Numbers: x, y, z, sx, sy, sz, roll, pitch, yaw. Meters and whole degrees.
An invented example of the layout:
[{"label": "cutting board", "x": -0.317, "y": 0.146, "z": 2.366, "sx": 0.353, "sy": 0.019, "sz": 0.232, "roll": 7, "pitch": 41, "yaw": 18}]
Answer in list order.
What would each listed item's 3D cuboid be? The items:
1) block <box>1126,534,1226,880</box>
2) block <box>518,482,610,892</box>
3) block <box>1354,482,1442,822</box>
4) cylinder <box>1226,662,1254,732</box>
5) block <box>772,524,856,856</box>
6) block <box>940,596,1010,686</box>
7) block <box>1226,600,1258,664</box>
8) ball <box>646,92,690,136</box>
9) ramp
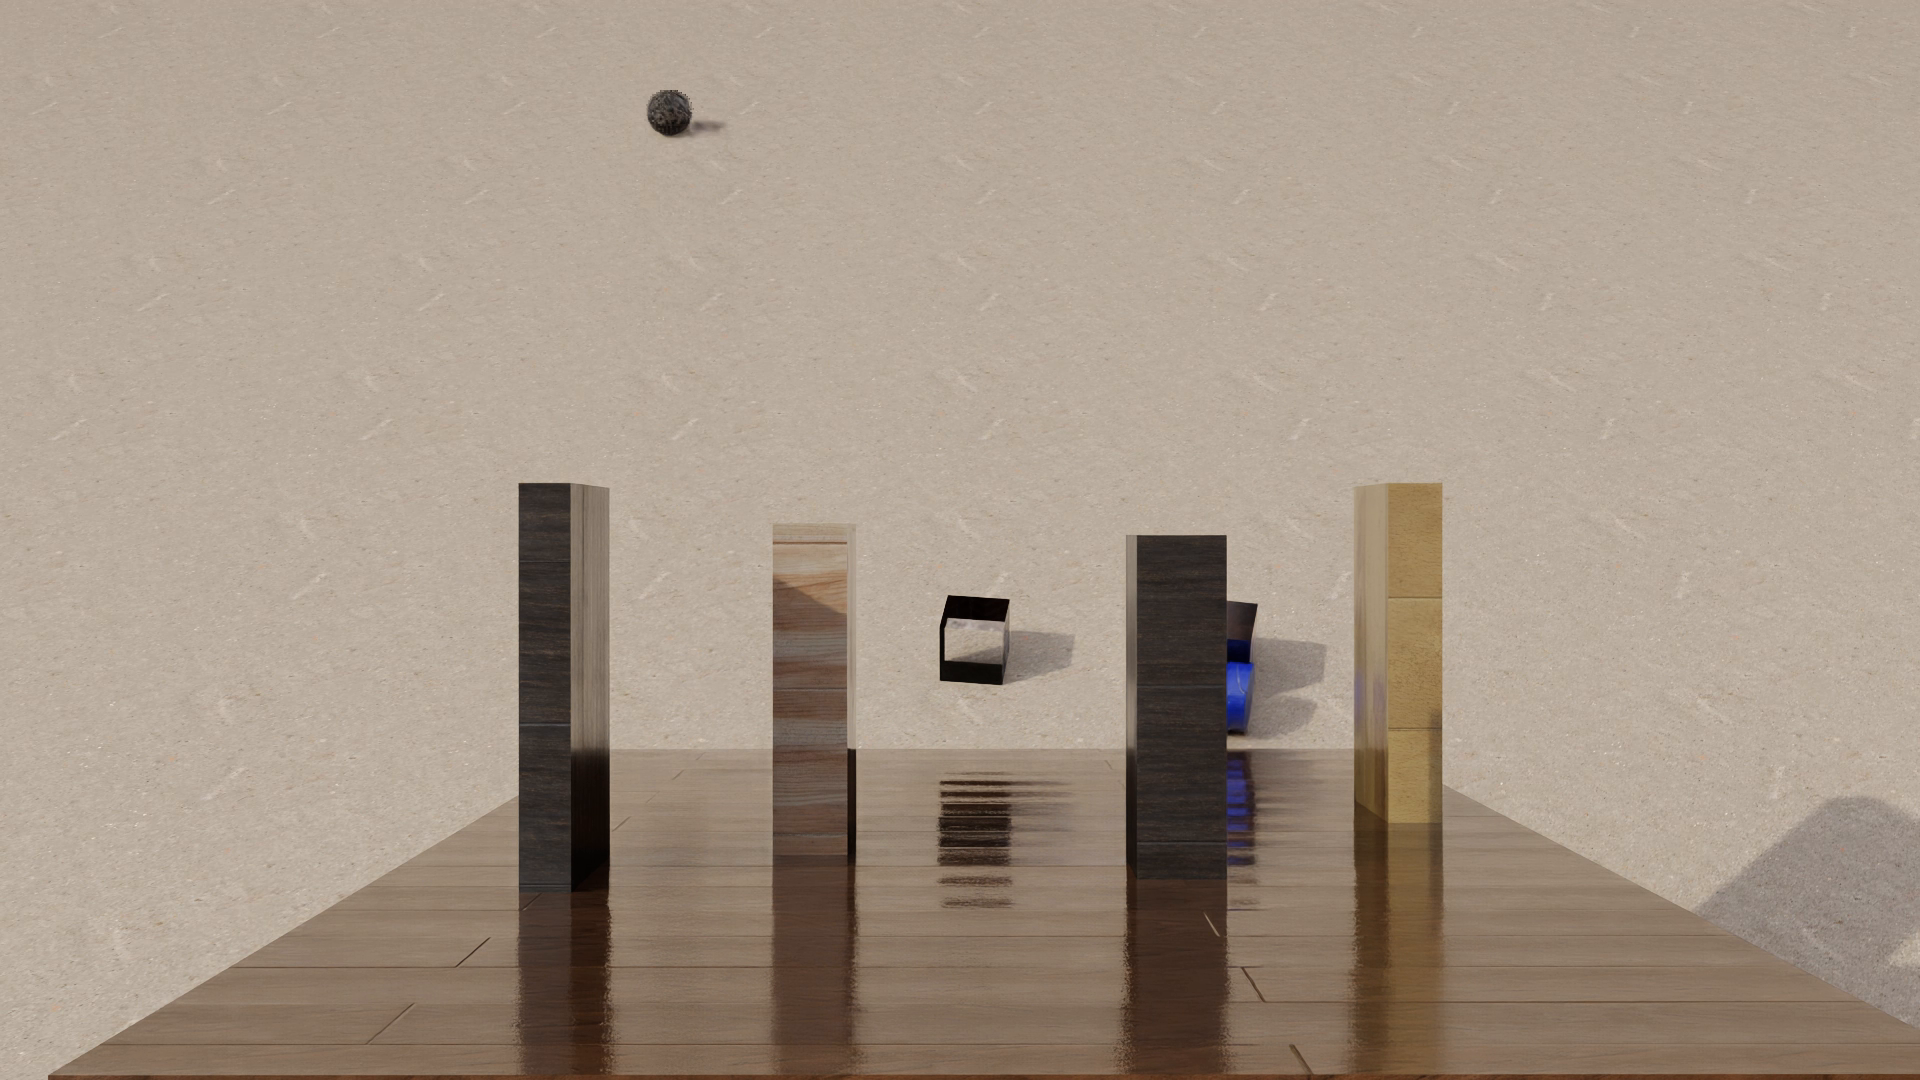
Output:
[{"label": "block", "x": 0.354, "y": 0.267, "z": 4.266, "sx": 0.144, "sy": 0.550, "sz": 0.266, "roll": 0, "pitch": 0, "yaw": 0}, {"label": "block", "x": -0.640, "y": 0.227, "z": 4.206, "sx": 0.081, "sy": 0.631, "sz": 0.445, "roll": 0, "pitch": 0, "yaw": 0}, {"label": "block", "x": 0.870, "y": 0.215, "z": 5.154, "sx": 0.103, "sy": 0.649, "sz": 0.429, "roll": 0, "pitch": 0, "yaw": 0}, {"label": "cylinder", "x": 0.678, "y": 0.409, "z": 6.863, "sx": 0.180, "sy": 0.180, "sz": 0.180, "roll": 7, "pitch": 30, "yaw": 12}, {"label": "block", "x": -0.258, "y": 0.256, "z": 4.646, "sx": 0.128, "sy": 0.571, "sz": 0.393, "roll": 0, "pitch": 0, "yaw": 0}, {"label": "block", "x": 0.041, "y": 0.274, "z": 7.108, "sx": 0.172, "sy": 0.172, "sz": 0.172, "roll": 4, "pitch": 30, "yaw": 6}, {"label": "block", "x": 0.697, "y": 0.299, "z": 7.039, "sx": 0.199, "sy": 0.199, "sz": 0.199, "roll": 6, "pitch": 30, "yaw": 10}, {"label": "ball", "x": -1.203, "y": -1.764, "z": 10.697, "sx": 0.181, "sy": 0.181, "sz": 0.181, "roll": 0, "pitch": 30, "yaw": 0}, {"label": "ramp", "x": 0.066, "y": 0.591, "z": 4.644, "sx": 2.000, "sy": 0.100, "sz": 4.000, "roll": 0, "pitch": 0, "yaw": 0}]
